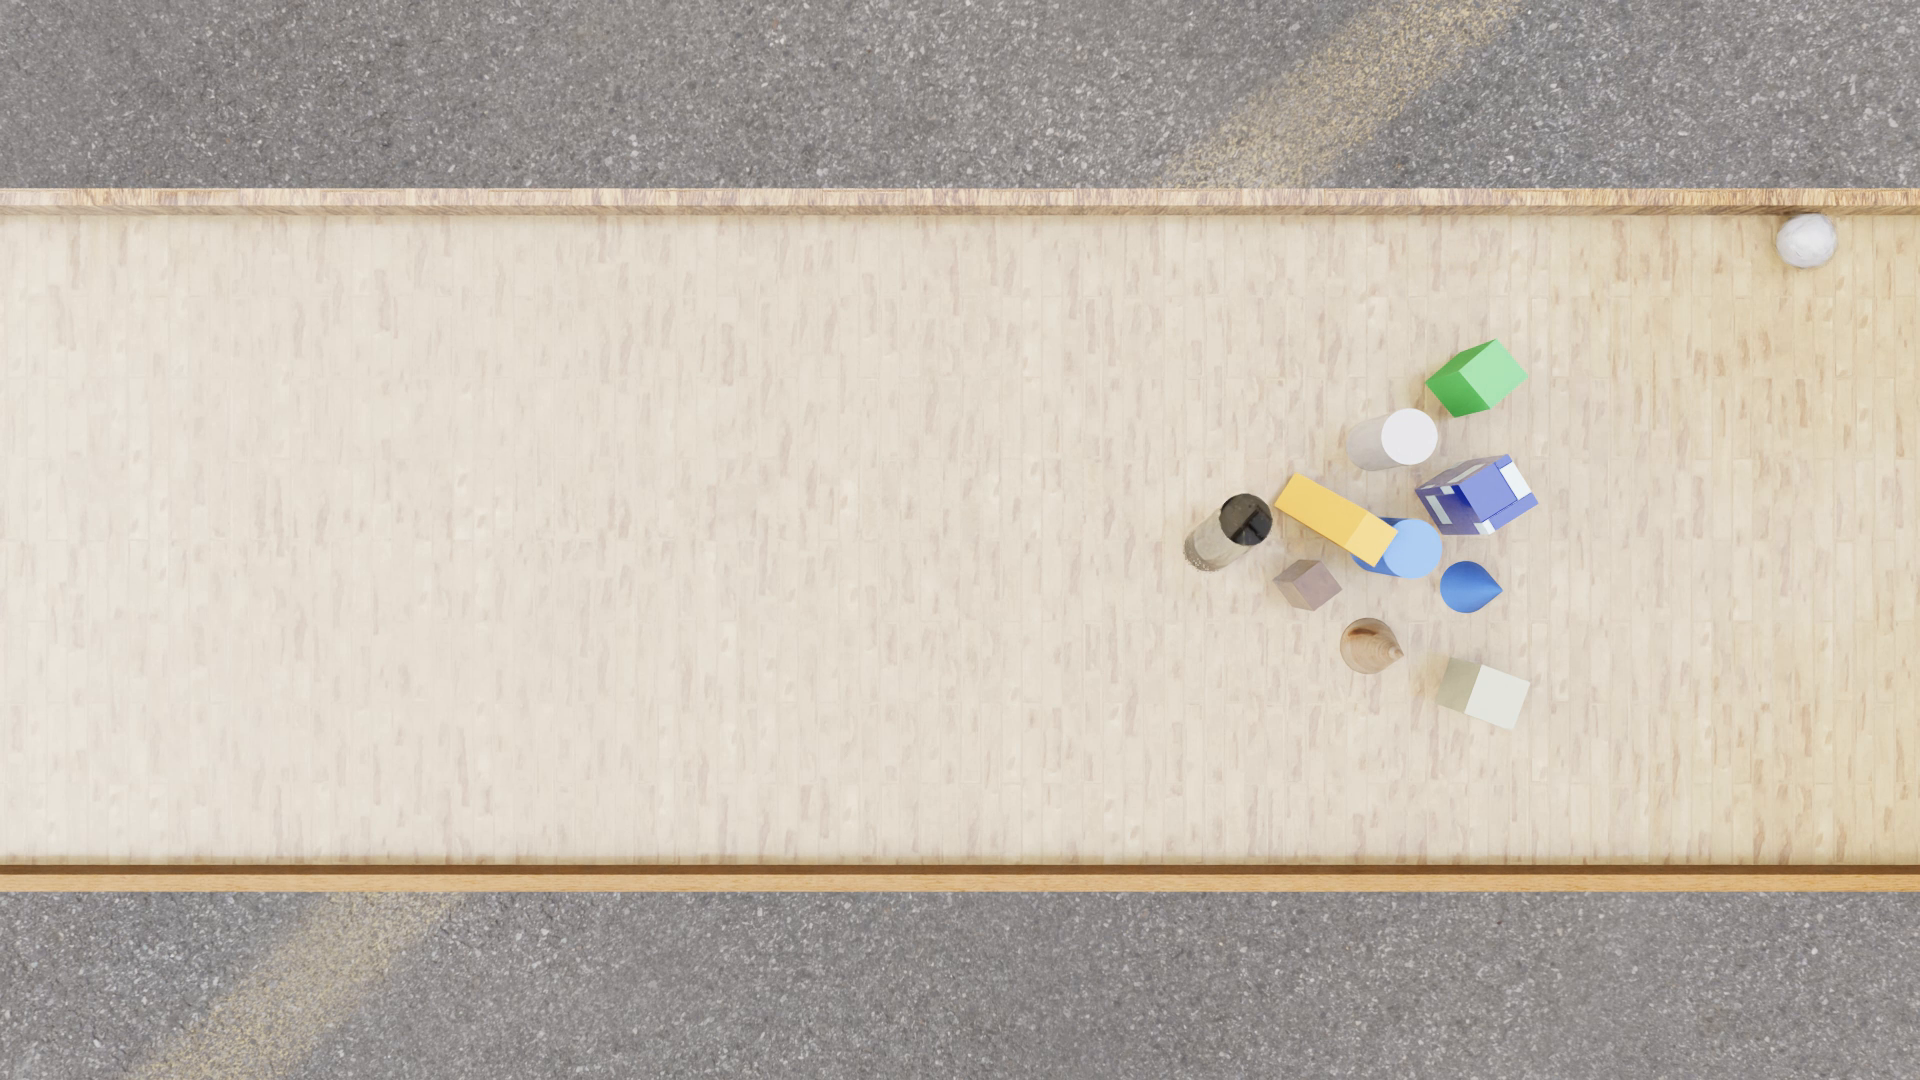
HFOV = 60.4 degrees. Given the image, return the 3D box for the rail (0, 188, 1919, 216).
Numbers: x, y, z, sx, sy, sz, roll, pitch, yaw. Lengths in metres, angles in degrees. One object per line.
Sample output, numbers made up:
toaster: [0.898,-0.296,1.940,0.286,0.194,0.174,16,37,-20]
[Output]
rail: [-2.247,-1.025,5.002,12.000,0.150,0.050,0,90,0]

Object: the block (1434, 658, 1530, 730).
block: [1.555,0.457,4.924,0.150,0.304,0.150,20,90,0]

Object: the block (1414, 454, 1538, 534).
block: [1.511,-0.128,4.851,0.164,0.451,0.164,-32,90,0]

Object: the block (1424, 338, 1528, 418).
block: [1.530,-0.477,4.902,0.143,0.349,0.143,-40,90,0]

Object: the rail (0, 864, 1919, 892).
rail: [-2.247,1.025,5.001,12.000,0.150,0.050,0,90,0]

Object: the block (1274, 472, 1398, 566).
block: [1.098,-0.065,4.847,0.121,0.435,0.121,30,97,-23]

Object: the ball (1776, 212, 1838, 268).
ball: [2.563,-0.906,4.993,0.167,0.167,0.167,0,90,0]

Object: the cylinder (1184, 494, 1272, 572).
cylinder: [0.782,-0.016,4.839,0.150,0.453,0.150,1,80,-5]

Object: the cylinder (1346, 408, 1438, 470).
cylinder: [1.268,-0.292,4.864,0.159,0.425,0.159,0,90,0]

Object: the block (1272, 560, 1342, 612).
block: [1.033,0.133,4.922,0.105,0.309,0.105,-37,90,0]

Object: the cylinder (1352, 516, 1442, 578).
cylinder: [1.287,0.020,4.890,0.172,0.366,0.172,0,92,-1]

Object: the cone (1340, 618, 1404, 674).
cone: [1.256,0.326,4.869,0.175,0.414,0.175,0,90,0]

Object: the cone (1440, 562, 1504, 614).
cone: [1.558,0.145,4.901,0.161,0.351,0.161,0,90,0]
